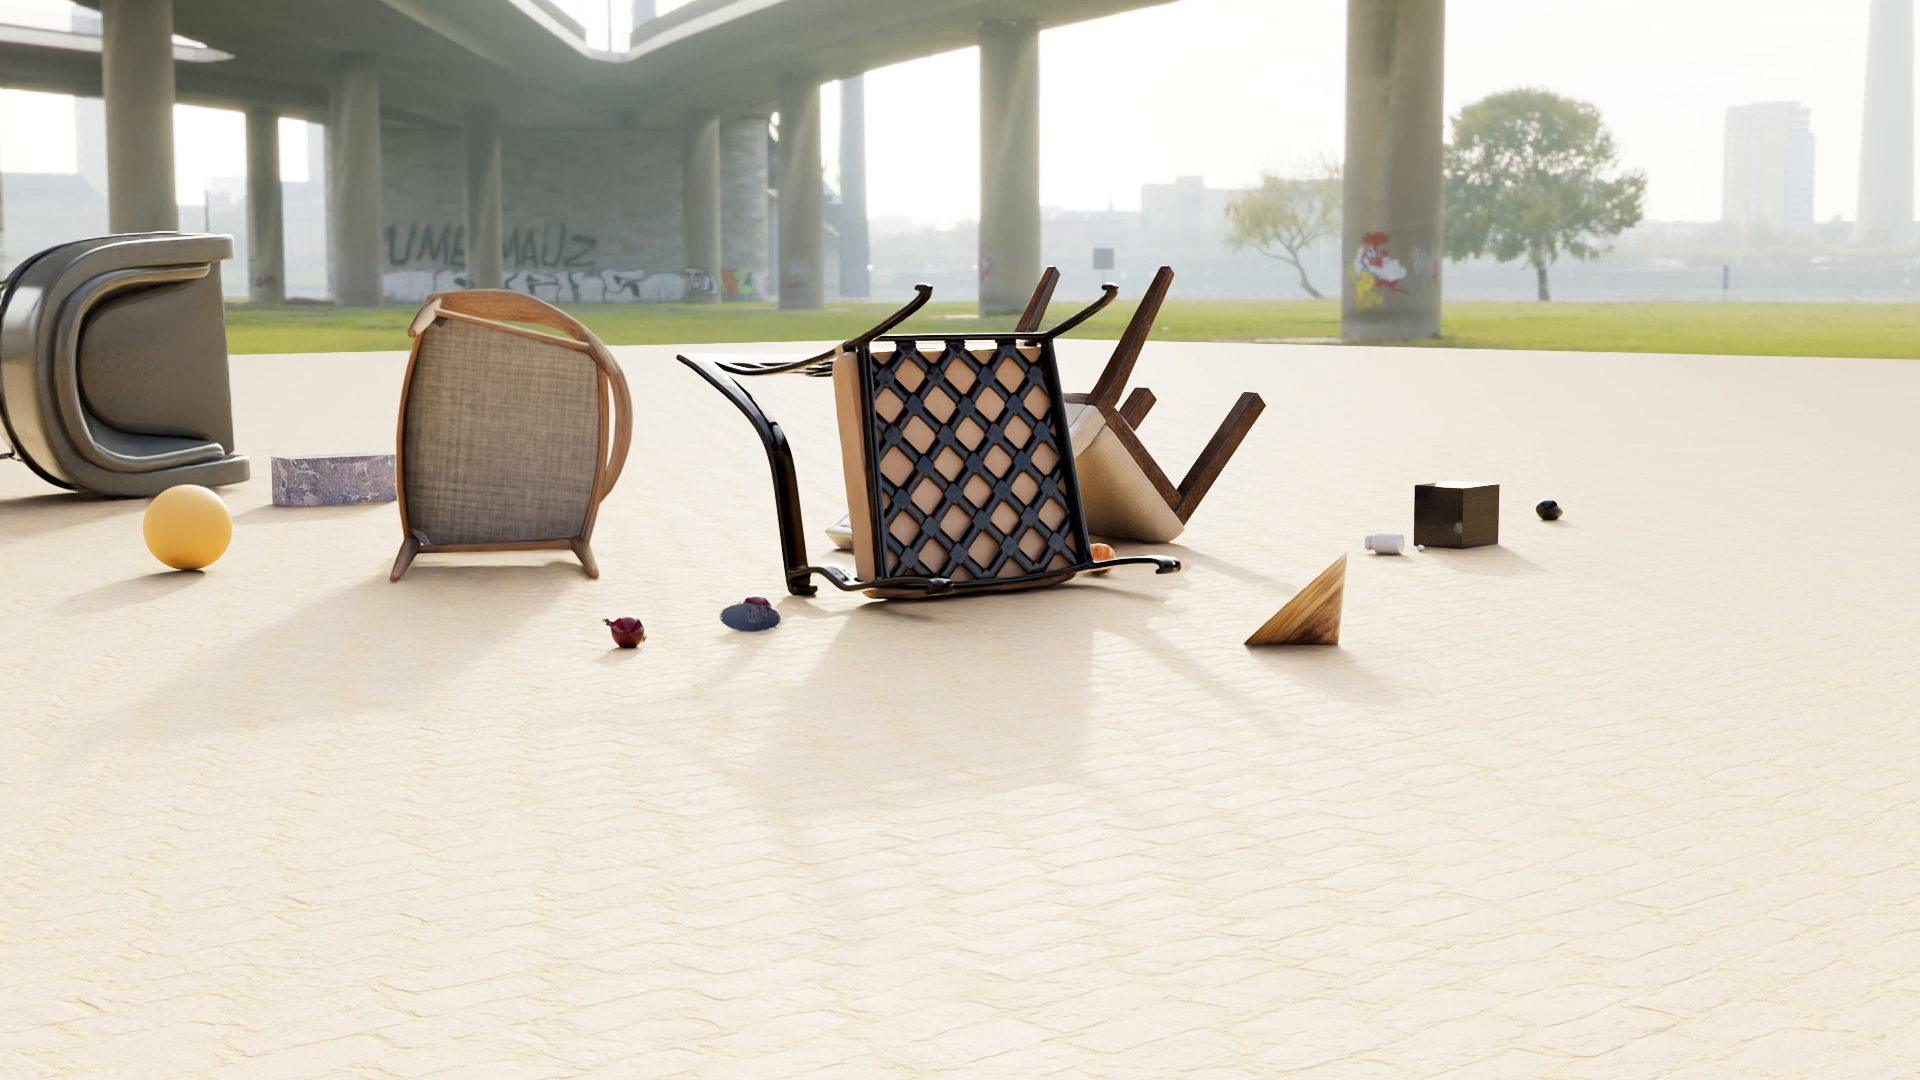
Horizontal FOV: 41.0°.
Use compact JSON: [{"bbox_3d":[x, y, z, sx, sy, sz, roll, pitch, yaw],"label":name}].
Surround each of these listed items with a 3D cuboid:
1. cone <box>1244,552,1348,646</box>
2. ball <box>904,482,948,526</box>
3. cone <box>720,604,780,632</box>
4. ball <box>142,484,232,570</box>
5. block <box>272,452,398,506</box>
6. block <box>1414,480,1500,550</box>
[{"bbox_3d":[0.639,0.145,4.595,0.261,0.115,0.223,-38,-7,-26],"label":"cone"},{"bbox_3d":[-0.090,-0.094,6.751,0.118,0.118,0.118,0,6,0],"label":"ball"},{"bbox_3d":[-0.397,0.154,4.792,0.117,0.058,0.046,1,-27,-18],"label":"cone"},{"bbox_3d":[-1.728,-0.028,5.740,0.193,0.193,0.193,0,6,0],"label":"ball"},{"bbox_3d":[-1.823,-0.178,7.480,0.328,0.136,0.136,-4,7,-37],"label":"block"},{"bbox_3d":[1.219,-0.062,6.295,0.135,0.148,0.175,5,8,41],"label":"block"}]
